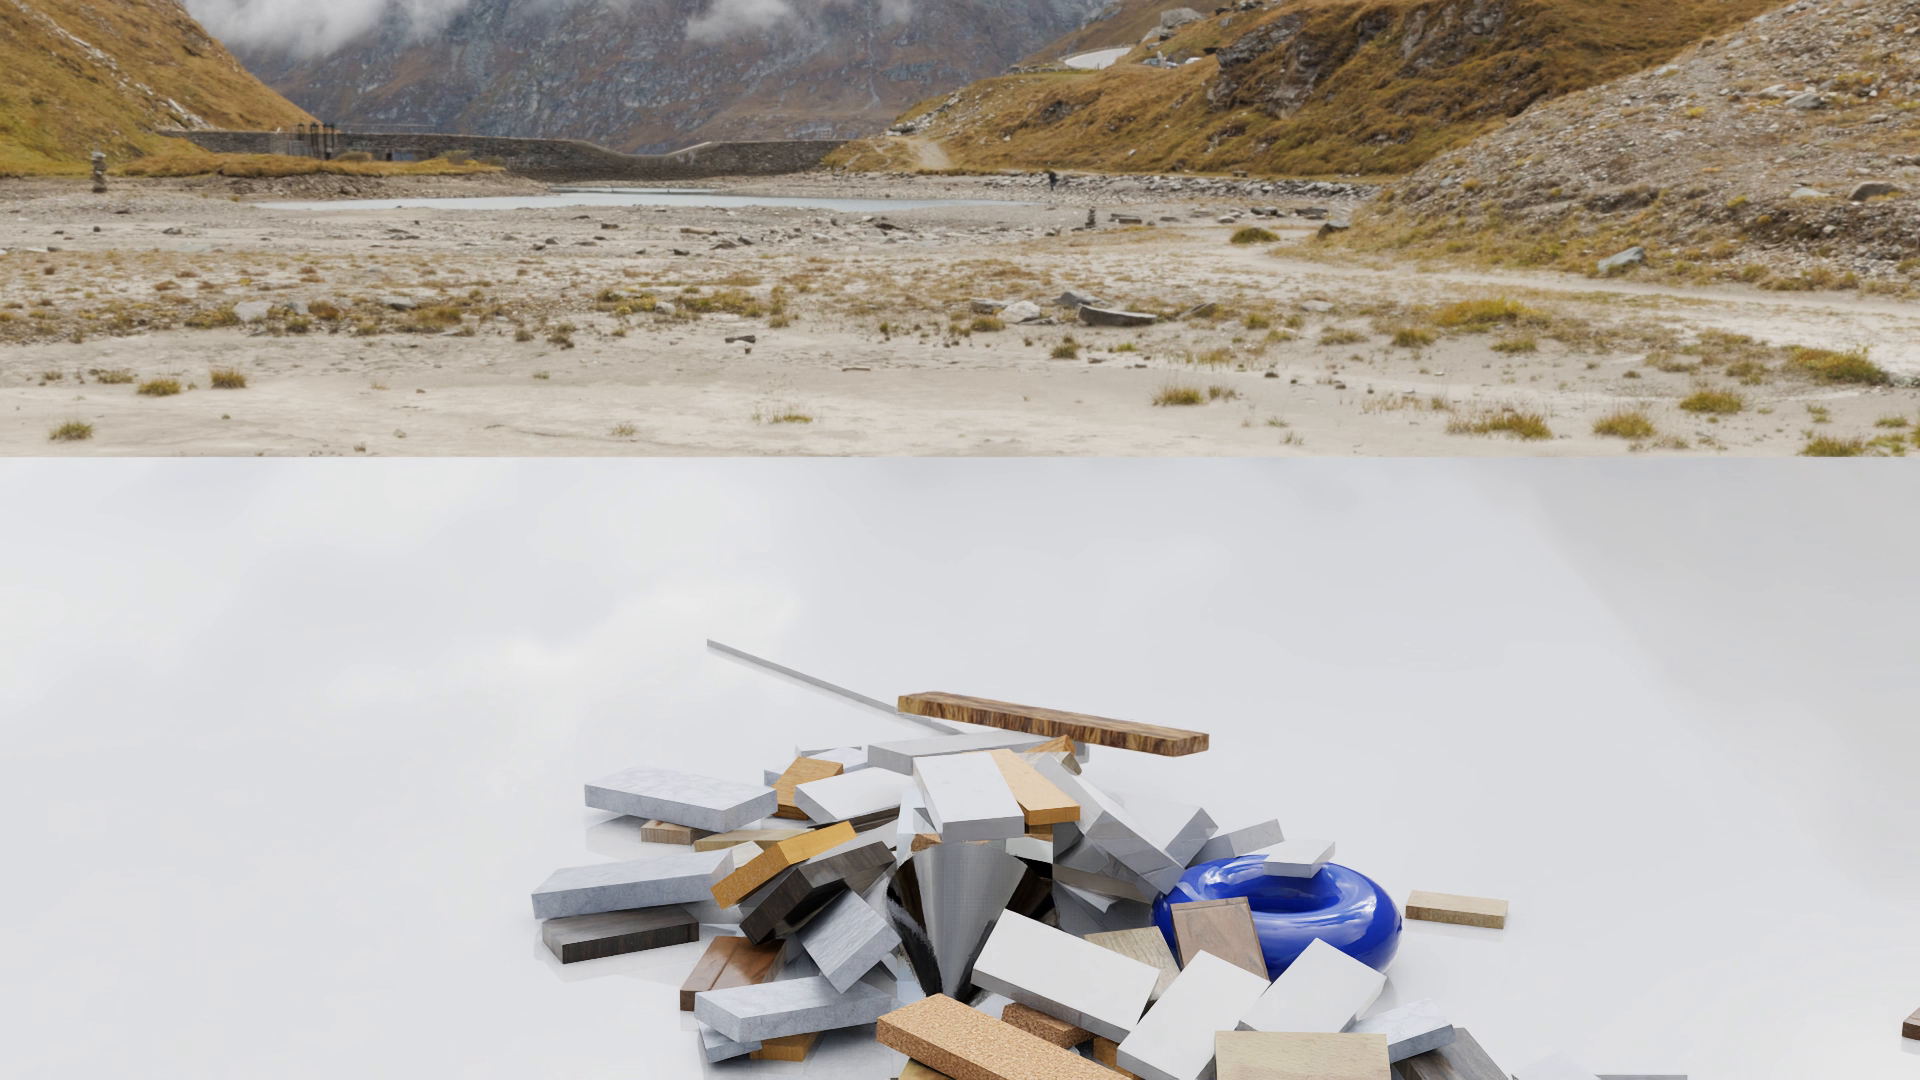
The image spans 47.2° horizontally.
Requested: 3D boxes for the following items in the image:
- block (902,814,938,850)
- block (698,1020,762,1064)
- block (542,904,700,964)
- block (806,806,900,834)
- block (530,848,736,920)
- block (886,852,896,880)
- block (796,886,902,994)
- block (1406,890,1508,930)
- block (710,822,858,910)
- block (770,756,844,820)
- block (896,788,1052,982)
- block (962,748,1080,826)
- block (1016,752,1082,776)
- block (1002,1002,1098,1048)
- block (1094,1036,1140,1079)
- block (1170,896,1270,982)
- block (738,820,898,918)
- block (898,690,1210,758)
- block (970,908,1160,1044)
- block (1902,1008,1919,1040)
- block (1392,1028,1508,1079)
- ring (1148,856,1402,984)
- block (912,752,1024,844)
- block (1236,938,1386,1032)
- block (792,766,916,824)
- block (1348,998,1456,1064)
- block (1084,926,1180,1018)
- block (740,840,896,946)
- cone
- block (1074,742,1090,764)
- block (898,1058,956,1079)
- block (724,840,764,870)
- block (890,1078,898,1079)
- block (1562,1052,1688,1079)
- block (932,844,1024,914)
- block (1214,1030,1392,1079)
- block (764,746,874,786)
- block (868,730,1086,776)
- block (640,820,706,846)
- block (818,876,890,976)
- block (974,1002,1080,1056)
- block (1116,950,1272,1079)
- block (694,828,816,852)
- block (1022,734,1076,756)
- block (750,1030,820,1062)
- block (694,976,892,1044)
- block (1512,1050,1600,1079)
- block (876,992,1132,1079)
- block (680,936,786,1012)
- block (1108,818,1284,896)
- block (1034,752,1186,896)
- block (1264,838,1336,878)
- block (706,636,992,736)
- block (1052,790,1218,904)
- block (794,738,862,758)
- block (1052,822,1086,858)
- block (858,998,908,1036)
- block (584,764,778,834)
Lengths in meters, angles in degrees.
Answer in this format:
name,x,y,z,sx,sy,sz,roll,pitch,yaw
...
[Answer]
name,x,y,z,sx,sy,sz,roll,pitch,yaw
block,-0.031,0.495,3.898,0.131,0.037,0.263,-32,2,17
block,-0.321,0.681,3.049,0.074,0.021,0.148,-14,8,-10
block,-0.533,0.614,3.452,0.221,0.031,0.110,-5,12,-26
block,-0.162,0.496,3.873,0.194,0.027,0.097,-8,-6,-38
block,-0.527,0.557,3.563,0.298,0.042,0.149,-8,6,7
block,-0.061,0.541,3.576,0.023,0.081,0.163,-45,16,-33
block,-0.168,0.579,3.212,0.110,0.031,0.442,-40,5,-9
block,0.805,0.599,3.563,0.155,0.022,0.077,4,11,19
block,-0.280,0.525,3.565,0.140,0.040,0.280,-35,-11,17
block,-0.297,0.467,4.146,0.093,0.026,0.185,7,23,17
block,0.024,0.526,3.381,0.231,0.231,0.231,0,11,1
block,0.091,0.385,3.448,0.081,0.023,0.327,-3,11,-18
block,0.061,0.465,3.656,0.149,0.042,0.298,-9,30,51
block,0.147,0.664,3.064,0.096,0.027,0.193,17,7,30
block,0.287,0.696,3.028,0.185,0.026,0.093,-6,12,-31
block,0.372,0.600,3.117,0.112,0.032,0.225,-5,34,-2
block,-0.208,0.540,3.616,0.140,0.040,0.334,-39,-13,32
block,0.167,0.350,4.228,0.672,0.031,0.110,6,6,40
block,0.146,0.602,3.030,0.234,0.033,0.117,20,42,13
block,1.407,0.691,3.067,0.155,0.022,0.077,9,14,40
block,0.655,0.711,2.928,0.112,0.032,0.225,-1,11,-7
ring,0.479,0.586,3.348,0.384,0.128,0.384,-1,11,0
block,0.010,0.388,3.333,0.122,0.035,0.245,-4,18,-11
block,0.481,0.638,3.010,0.112,0.032,0.231,27,34,25
block,-0.164,0.477,4.083,0.263,0.037,0.131,-9,29,-40
block,0.567,0.678,2.981,0.185,0.026,0.093,-17,12,-4
block,0.252,0.621,3.147,0.112,0.032,0.225,-6,16,-6
block,-0.218,0.549,3.430,0.040,0.140,0.280,50,19,16
cone,-0.005,0.609,3.113,0.256,0.256,0.256,2,28,10
block,0.116,0.419,4.250,0.136,0.039,0.273,5,6,38
block,-0.054,0.743,2.639,0.122,0.035,0.521,1,12,12
block,-0.423,0.558,3.681,0.200,0.027,0.097,-14,15,-22
block,-0.060,0.733,2.851,0.064,0.018,0.129,0,11,0
block,0.889,0.712,2.953,0.151,0.021,0.076,0,11,0
block,0.030,0.552,3.609,0.081,0.023,0.163,-16,18,38
block,0.445,0.696,2.858,0.223,0.032,0.112,1,44,3
block,-0.266,0.453,4.320,0.110,0.031,0.221,9,14,41
block,0.035,0.392,4.101,0.414,0.037,0.131,-2,6,-38
block,-0.504,0.513,4.014,0.093,0.026,0.185,3,11,14
block,-0.151,0.598,3.334,0.117,0.033,0.234,-44,5,10
block,0.088,0.691,3.049,0.096,0.027,0.193,-3,11,-16
block,0.318,0.654,2.976,0.112,0.032,0.223,21,39,28
block,-0.356,0.527,3.824,0.194,0.027,0.097,-6,2,33
block,0.128,0.423,3.771,0.110,0.031,0.220,-25,20,22
block,-0.239,0.689,3.081,0.074,0.021,0.148,2,11,10
block,-0.232,0.649,3.058,0.245,0.035,0.122,0,6,-36
block,0.793,0.718,2.861,0.076,0.021,0.151,-21,16,-14
block,0.351,0.744,2.550,1.157,0.033,0.117,14,17,41
block,-0.336,0.647,3.278,0.110,0.031,0.221,1,11,7
block,0.380,0.519,3.596,0.136,0.039,0.277,-7,-14,-47
block,0.227,0.441,3.461,0.167,0.047,0.335,38,0,-16
block,0.531,0.496,3.436,0.076,0.021,0.151,0,7,23
block,-0.211,0.346,4.937,0.063,0.018,1.316,-8,13,-36
block,0.271,0.499,3.611,0.167,0.047,0.335,-46,17,-19
block,-0.270,0.427,4.498,0.125,0.018,0.063,-3,11,-16
block,0.129,0.477,3.823,0.167,0.047,0.335,-35,12,10
block,-0.121,0.676,3.149,0.074,0.021,0.148,-8,13,-36
block,-0.513,0.473,4.035,0.338,0.042,0.149,5,12,34
